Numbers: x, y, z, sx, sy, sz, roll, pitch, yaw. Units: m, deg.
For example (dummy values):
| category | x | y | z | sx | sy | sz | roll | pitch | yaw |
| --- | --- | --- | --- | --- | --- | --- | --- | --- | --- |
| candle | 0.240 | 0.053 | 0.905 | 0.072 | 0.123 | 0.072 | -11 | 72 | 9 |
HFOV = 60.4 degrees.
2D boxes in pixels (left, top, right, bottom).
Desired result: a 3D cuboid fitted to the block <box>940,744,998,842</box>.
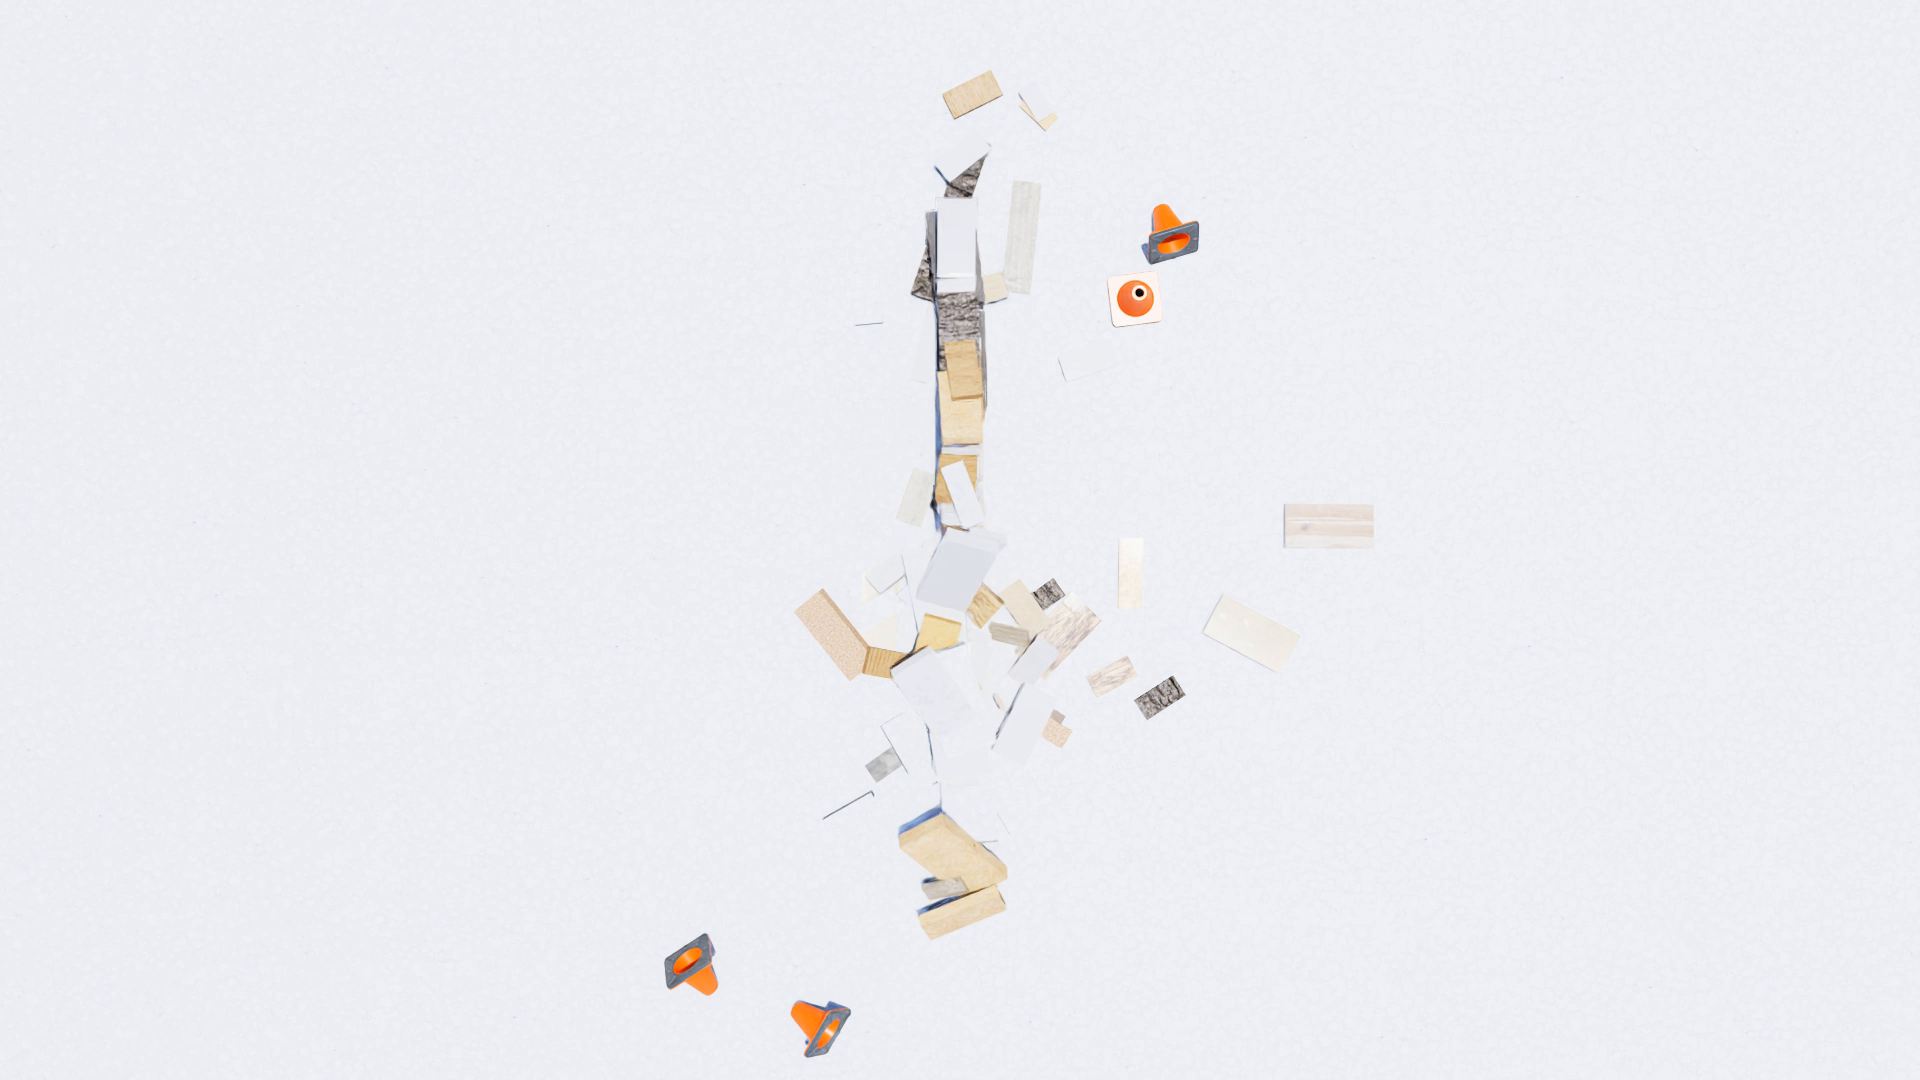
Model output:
| category | x | y | z | sx | sy | sz | roll | pitch | yaw |
| --- | --- | --- | --- | --- | --- | --- | --- | --- | --- |
| block | 0.027 | 0.814 | 5.415 | 0.177 | 0.050 | 0.355 | -3 | 74 | -1 |

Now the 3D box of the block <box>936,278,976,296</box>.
| category | x | y | z | sx | sy | sz | roll | pitch | yaw |
| --- | --- | --- | --- | --- | --- | --- | --- | --- | --- |
| block | -0.009 | -0.717 | 5.307 | 0.123 | 0.035 | 0.246 | -3 | 107 | -2 |

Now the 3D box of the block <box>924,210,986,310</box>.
| category | x | y | z | sx | sy | sz | roll | pitch | yaw |
| --- | --- | --- | --- | --- | --- | --- | --- | --- | --- |
| block | -0.016 | -0.914 | 5.358 | 0.159 | 0.045 | 0.318 | -7 | 84 | -1 |

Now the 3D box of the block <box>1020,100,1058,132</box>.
| category | x | y | z | sx | sy | sz | roll | pitch | yaw |
| --- | --- | --- | --- | --- | --- | --- | --- | --- | --- |
| block | 0.262 | -1.426 | 5.491 | 0.123 | 0.017 | 0.062 | 44 | 90 | 0 |

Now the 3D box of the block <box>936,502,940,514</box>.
| category | x | y | z | sx | sy | sz | roll | pitch | yaw |
| --- | --- | --- | --- | --- | --- | --- | --- | --- | --- |
| block | -0.003 | -0.125 | 5.364 | 0.135 | 0.271 | 0.038 | 5 | 102 | 0 |

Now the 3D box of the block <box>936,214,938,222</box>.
| category | x | y | z | sx | sy | sz | roll | pitch | yaw |
| --- | --- | --- | --- | --- | --- | --- | --- | --- | --- |
| block | -0.025 | -0.966 | 5.328 | 0.087 | 0.025 | 0.175 | -5 | 84 | -1 |

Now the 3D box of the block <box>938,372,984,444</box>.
| category | x | y | z | sx | sy | sz | roll | pitch | yaw |
| --- | --- | --- | --- | --- | --- | --- | --- | --- | --- |
| block | 0.001 | -0.416 | 5.163 | 0.127 | 0.036 | 0.254 | -3 | 59 | -3 |

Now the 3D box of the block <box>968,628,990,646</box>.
| category | x | y | z | sx | sy | sz | roll | pitch | yaw |
| --- | --- | --- | --- | --- | --- | --- | --- | --- | --- |
| block | 0.047 | 0.364 | 5.452 | 0.067 | 0.019 | 0.135 | 18 | 75 | 7 |

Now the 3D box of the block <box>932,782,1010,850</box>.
| category | x | y | z | sx | sy | sz | roll | pitch | yaw |
| --- | --- | --- | --- | --- | --- | --- | --- | --- | --- |
| block | 0.039 | 0.897 | 5.480 | 0.138 | 0.039 | 0.275 | -30 | 90 | 0 |

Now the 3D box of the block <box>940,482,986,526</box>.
| category | x | y | z | sx | sy | sz | roll | pitch | yaw |
| --- | --- | --- | --- | --- | --- | --- | --- | --- | --- |
| block | 0.004 | -0.132 | 5.216 | 0.135 | 0.271 | 0.038 | 2 | 121 | -6 |

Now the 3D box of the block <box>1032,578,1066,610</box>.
| category | x | y | z | sx | sy | sz | roll | pitch | yaw |
| --- | --- | --- | --- | --- | --- | --- | --- | --- | --- |
| block | 0.274 | 0.196 | 5.490 | 0.142 | 0.020 | 0.071 | -36 | 90 | 0 |

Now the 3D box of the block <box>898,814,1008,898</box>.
| category | x | y | z | sx | sy | sz | roll | pitch | yaw |
| --- | --- | --- | --- | --- | --- | --- | --- | --- | --- |
| block | -0.019 | 1.031 | 5.352 | 0.177 | 0.050 | 0.355 | -30 | 126 | 21 |

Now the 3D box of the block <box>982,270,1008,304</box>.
| category | x | y | z | sx | sy | sz | roll | pitch | yaw |
| --- | --- | --- | --- | --- | --- | --- | --- | --- | --- |
| block | 0.066 | -0.824 | 5.469 | 0.175 | 0.025 | 0.087 | -16 | 98 | 8 |

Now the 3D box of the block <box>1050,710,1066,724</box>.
| category | x | y | z | sx | sy | sz | roll | pitch | yaw |
| --- | --- | --- | --- | --- | --- | --- | --- | --- | --- |
| block | 0.276 | 0.579 | 5.490 | 0.138 | 0.020 | 0.069 | 32 | 90 | 0 |

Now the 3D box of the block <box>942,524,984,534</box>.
| category | x | y | z | sx | sy | sz | roll | pitch | yaw |
| --- | --- | --- | --- | --- | --- | --- | --- | --- | --- |
| block | 0.010 | -0.045 | 5.363 | 0.135 | 0.271 | 0.038 | 5 | 84 | 0 |

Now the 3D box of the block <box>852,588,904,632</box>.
| category | x | y | z | sx | sy | sz | roll | pitch | yaw |
| --- | --- | --- | --- | --- | --- | --- | --- | --- | --- |
| block | -0.270 | 0.233 | 5.454 | 0.157 | 0.022 | 0.079 | -32 | 90 | 0 |

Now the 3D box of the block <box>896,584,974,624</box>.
| category | x | y | z | sx | sy | sz | roll | pitch | yaw |
| --- | --- | --- | --- | --- | --- | --- | --- | --- | --- |
| block | -0.081 | 0.218 | 5.437 | 0.234 | 0.033 | 0.117 | 43 | 108 | -2 |

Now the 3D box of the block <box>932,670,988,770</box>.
| category | x | y | z | sx | sy | sz | roll | pitch | yaw |
| --- | --- | --- | --- | --- | --- | --- | --- | --- | --- |
| block | 0.003 | 0.580 | 5.428 | 0.177 | 0.050 | 0.355 | 1 | 74 | 0 |

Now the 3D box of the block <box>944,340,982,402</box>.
| category | x | y | z | sx | sy | sz | roll | pitch | yaw |
| --- | --- | --- | --- | --- | --- | --- | --- | --- | --- |
| block | 0.010 | -0.532 | 5.174 | 0.096 | 0.027 | 0.192 | -7 | 69 | -2 |

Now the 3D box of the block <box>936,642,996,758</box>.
| category | x | y | z | sx | sy | sz | roll | pitch | yaw |
| --- | --- | --- | --- | --- | --- | --- | --- | --- | --- |
| block | -0.014 | 0.508 | 5.217 | 0.167 | 0.047 | 0.334 | -18 | 99 | -2 |

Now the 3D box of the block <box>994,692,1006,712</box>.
| category | x | y | z | sx | sy | sz | roll | pitch | yaw |
| --- | --- | --- | --- | --- | --- | --- | --- | --- | --- |
| block | 0.134 | 0.534 | 5.443 | 0.016 | 0.114 | 0.057 | -28 | 90 | 2 |

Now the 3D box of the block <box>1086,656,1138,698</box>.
| category | x | y | z | sx | sy | sz | roll | pitch | yaw |
| --- | --- | --- | --- | --- | --- | --- | --- | --- | --- |
| block | 0.506 | 0.454 | 5.489 | 0.155 | 0.022 | 0.077 | -27 | 90 | 0 |

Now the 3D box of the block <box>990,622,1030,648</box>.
| category | x | y | z | sx | sy | sz | roll | pitch | yaw |
| --- | --- | --- | --- | --- | --- | --- | --- | --- | --- |
| block | 0.165 | 0.313 | 5.445 | 0.135 | 0.068 | 0.019 | 11 | 46 | 23 |

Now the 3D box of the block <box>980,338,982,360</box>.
| category | x | y | z | sx | sy | sz | roll | pitch | yaw |
| --- | --- | --- | --- | --- | --- | --- | --- | --- | --- |
| block | 0.007 | -0.427 | 5.387 | 0.123 | 0.035 | 0.461 | 0 | 93 | -2 |

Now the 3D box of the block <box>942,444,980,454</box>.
| category | x | y | z | sx | sy | sz | roll | pitch | yaw |
| --- | --- | --- | --- | --- | --- | --- | --- | --- | --- |
| block | 0.003 | -0.373 | 5.277 | 0.121 | 0.034 | 0.241 | 1 | 50 | -2 |

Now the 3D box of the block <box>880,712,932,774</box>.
| category | x | y | z | sx | sy | sz | roll | pitch | yaw |
| --- | --- | --- | --- | --- | --- | --- | --- | --- | --- |
| block | -0.179 | 0.673 | 5.471 | 0.091 | 0.026 | 0.183 | -30 | 88 | -18 |

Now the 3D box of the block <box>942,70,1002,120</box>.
| category | x | y | z | sx | sy | sz | roll | pitch | yaw |
| --- | --- | --- | --- | --- | --- | --- | --- | --- | --- |
| block | 0.042 | -1.481 | 5.487 | 0.181 | 0.026 | 0.090 | -26 | 90 | 0 |

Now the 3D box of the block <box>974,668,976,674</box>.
| category | x | y | z | sx | sy | sz | roll | pitch | yaw |
| --- | --- | --- | --- | --- | --- | --- | --- | --- | --- |
| block | 0.002 | 0.509 | 5.354 | 0.098 | 0.028 | 0.195 | 2 | 88 | 4 |

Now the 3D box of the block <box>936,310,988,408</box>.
| category | x | y | z | sx | sy | sz | roll | pitch | yaw |
| --- | --- | --- | --- | --- | --- | --- | --- | --- | --- |
| block | 0.007 | -0.591 | 5.428 | 0.159 | 0.045 | 0.318 | -2 | 101 | -1 |

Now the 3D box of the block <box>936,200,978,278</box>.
| category | x | y | z | sx | sy | sz | roll | pitch | yaw |
| --- | --- | --- | --- | --- | --- | --- | --- | --- | --- |
| block | -0.011 | -0.958 | 5.252 | 0.123 | 0.035 | 0.246 | 0 | 115 | -3 |

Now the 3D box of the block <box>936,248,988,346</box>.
| category | x | y | z | sx | sy | sz | roll | pitch | yaw |
| --- | --- | --- | --- | --- | --- | --- | --- | --- | --- |
| block | -0.001 | -0.793 | 5.435 | 0.159 | 0.045 | 0.318 | -5 | 101 | -1 |

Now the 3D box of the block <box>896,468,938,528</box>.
| category | x | y | z | sx | sy | sz | roll | pitch | yaw |
| --- | --- | --- | --- | --- | --- | --- | --- | --- | --- |
| block | -0.142 | -0.141 | 5.487 | 0.091 | 0.026 | 0.182 | 20 | 90 | 0 |

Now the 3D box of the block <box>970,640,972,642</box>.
| category | x | y | z | sx | sy | sz | roll | pitch | yaw |
| --- | --- | --- | --- | --- | --- | --- | --- | --- | --- |
| block | -0.009 | 0.389 | 5.421 | 0.068 | 0.019 | 0.135 | 10 | 89 | 7 |

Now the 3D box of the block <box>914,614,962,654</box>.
| category | x | y | z | sx | sy | sz | roll | pitch | yaw |
| --- | --- | --- | --- | --- | --- | --- | --- | --- | --- |
| block | -0.085 | 0.368 | 5.293 | 0.123 | 0.035 | 0.247 | 15 | 106 | -1 |

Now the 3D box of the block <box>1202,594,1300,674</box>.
| category | x | y | z | sx | sy | sz | roll | pitch | yaw |
| --- | --- | --- | --- | --- | --- | --- | --- | --- | --- |
| block | 0.967 | 0.312 | 5.479 | 0.290 | 0.041 | 0.145 | 28 | 90 | 0 |

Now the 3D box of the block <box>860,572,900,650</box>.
| category | x | y | z | sx | sy | sz | roll | pitch | yaw |
| --- | --- | --- | --- | --- | --- | --- | --- | --- | --- |
| block | -0.269 | 0.235 | 5.483 | 0.123 | 0.035 | 0.247 | 3 | 90 | 0 |

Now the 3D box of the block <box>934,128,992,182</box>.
| category | x | y | z | sx | sy | sz | roll | pitch | yaw |
| --- | --- | --- | --- | --- | --- | --- | --- | --- | --- |
| block | 0.008 | -1.268 | 5.444 | 0.175 | 0.025 | 0.087 | -39 | 90 | 0 |
